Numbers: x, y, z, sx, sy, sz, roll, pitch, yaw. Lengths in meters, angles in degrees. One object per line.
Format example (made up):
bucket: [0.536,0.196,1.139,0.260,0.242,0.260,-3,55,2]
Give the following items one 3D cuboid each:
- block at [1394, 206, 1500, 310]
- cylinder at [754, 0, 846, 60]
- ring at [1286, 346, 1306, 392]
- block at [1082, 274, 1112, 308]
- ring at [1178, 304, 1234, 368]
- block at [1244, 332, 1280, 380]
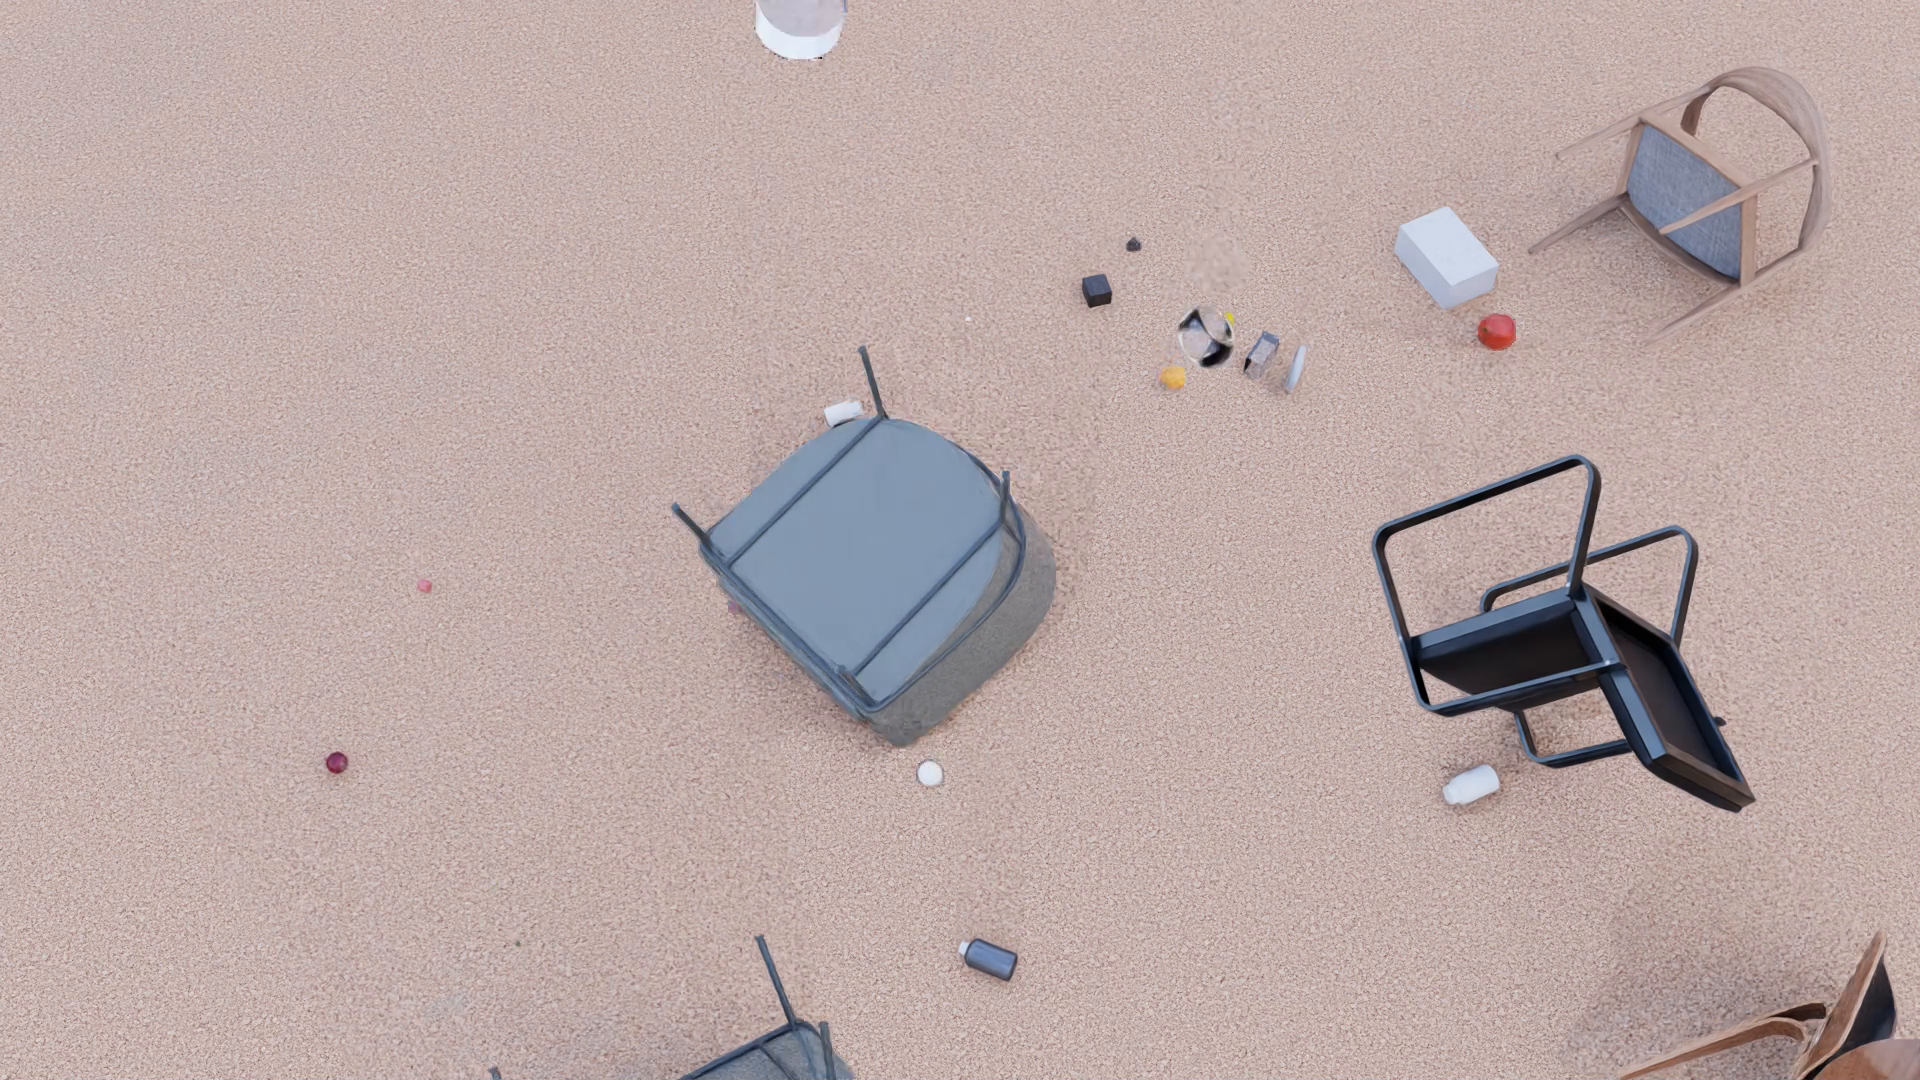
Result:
block: [1.571,-0.912,7.112,0.187,0.123,0.286,-24,59,-15]
cylinder: [-0.544,-1.798,7.484,0.300,0.129,0.295,-28,77,-20]
ring: [1.048,-0.534,6.861,0.028,0.120,0.149,17,79,2]
block: [0.441,-0.802,7.077,0.075,0.058,0.079,-13,57,-9]
ring: [0.751,-0.621,6.700,0.186,0.097,0.281,35,30,-12]
block: [0.949,-0.580,6.914,0.055,0.081,0.125,27,60,17]
